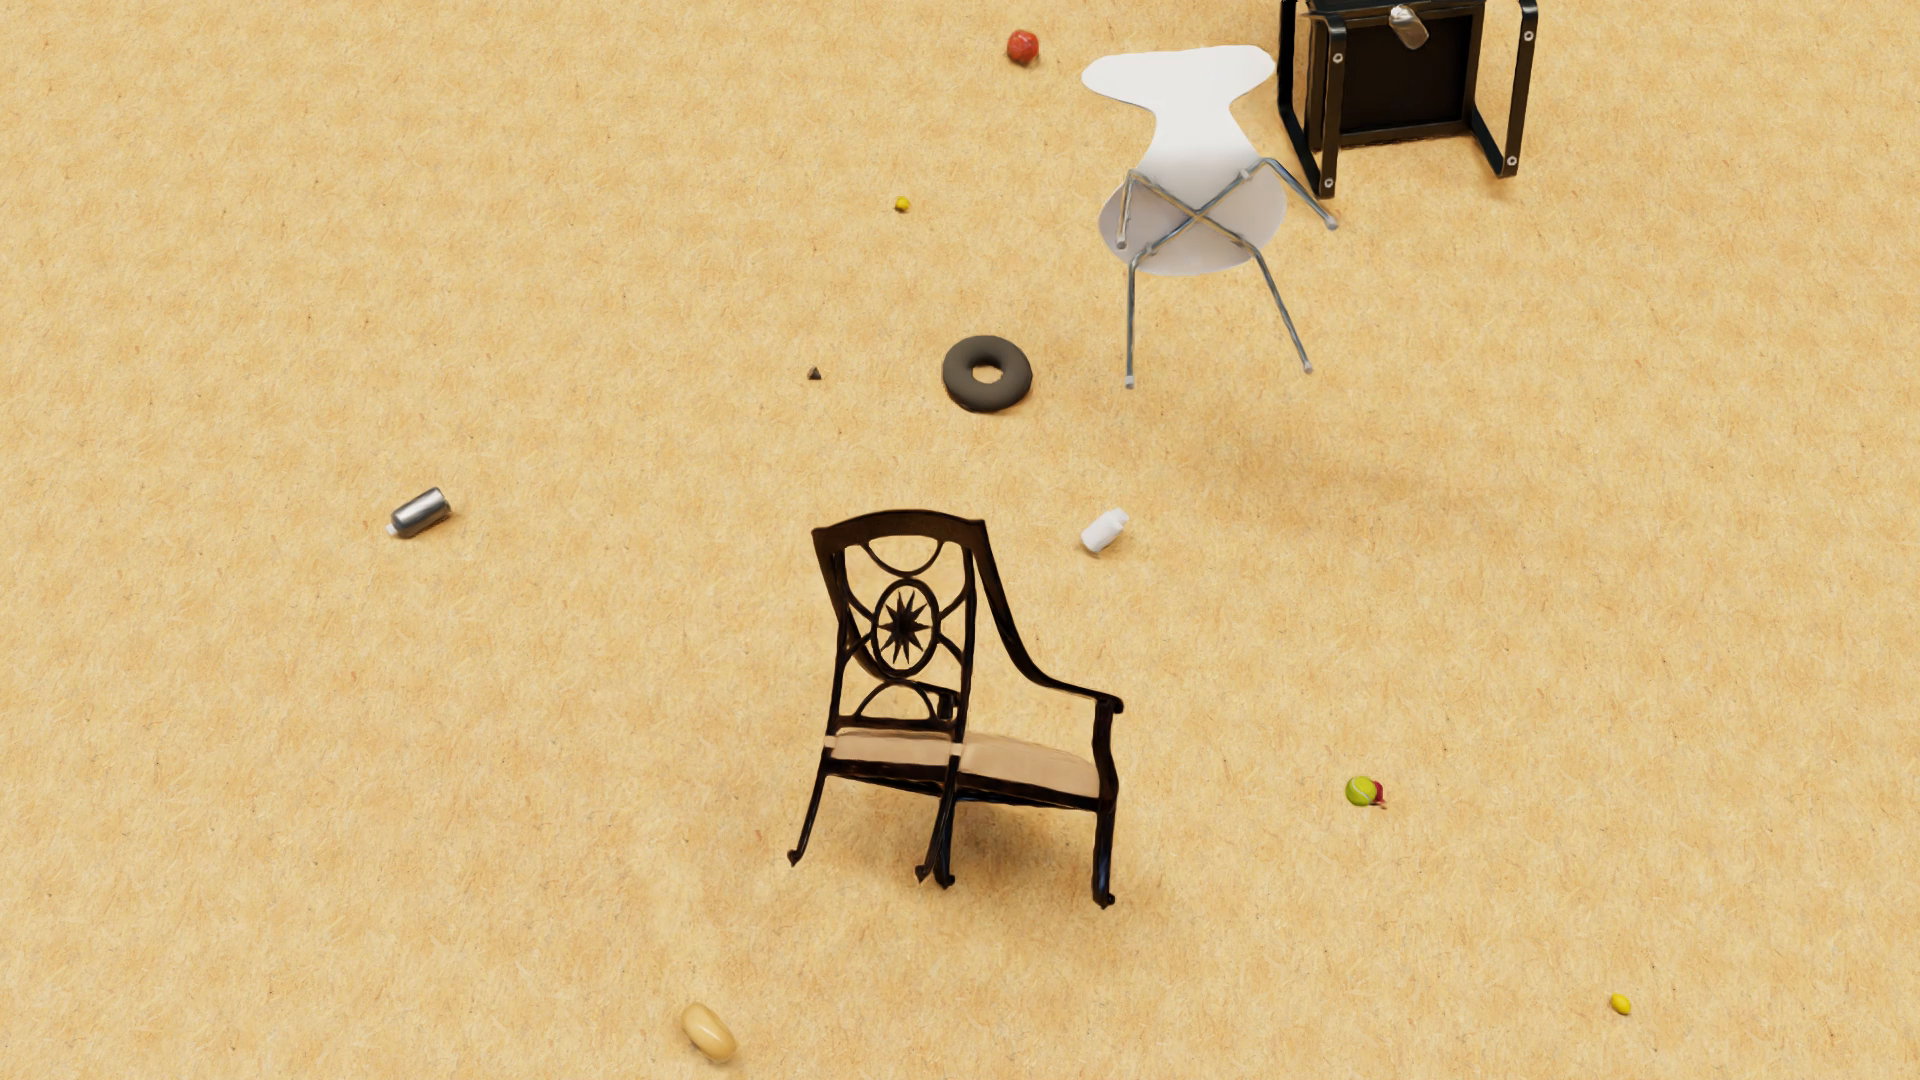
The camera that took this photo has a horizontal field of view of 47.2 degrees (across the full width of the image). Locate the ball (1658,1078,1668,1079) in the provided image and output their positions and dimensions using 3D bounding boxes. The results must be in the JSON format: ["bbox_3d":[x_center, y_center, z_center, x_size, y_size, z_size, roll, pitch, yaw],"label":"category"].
[{"bbox_3d":[1.781,1.418,5.554,0.113,0.113,0.113,0,56,0],"label":"ball"}]

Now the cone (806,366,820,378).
[{"bbox_3d":[-0.452,-0.518,6.908,0.042,0.056,0.044,35,75,-17],"label":"cone"}]

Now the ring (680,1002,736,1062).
[{"bbox_3d":[-0.644,1.259,5.630,0.076,0.161,0.186,-44,31,-8],"label":"ring"}]

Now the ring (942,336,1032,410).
[{"bbox_3d":[0.085,-0.524,6.884,0.279,0.070,0.296,-22,58,-15],"label":"ring"}]
